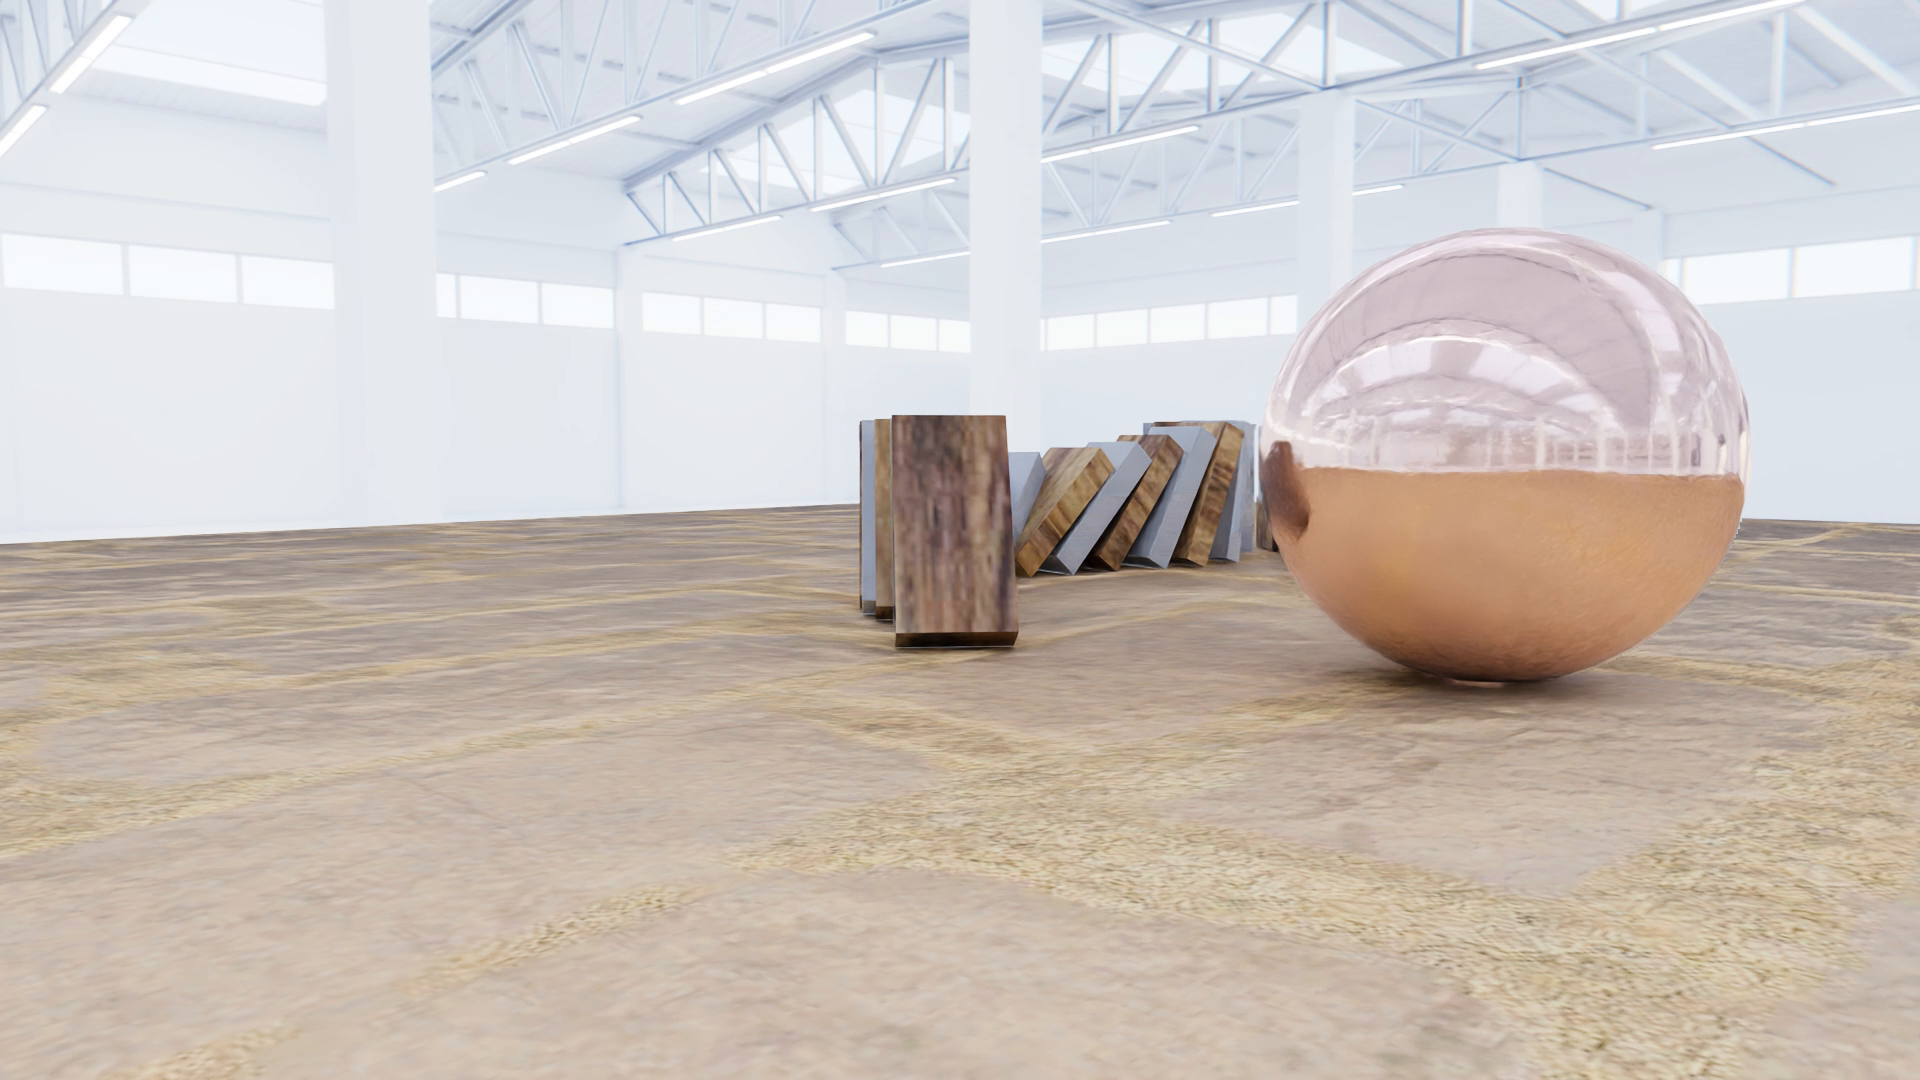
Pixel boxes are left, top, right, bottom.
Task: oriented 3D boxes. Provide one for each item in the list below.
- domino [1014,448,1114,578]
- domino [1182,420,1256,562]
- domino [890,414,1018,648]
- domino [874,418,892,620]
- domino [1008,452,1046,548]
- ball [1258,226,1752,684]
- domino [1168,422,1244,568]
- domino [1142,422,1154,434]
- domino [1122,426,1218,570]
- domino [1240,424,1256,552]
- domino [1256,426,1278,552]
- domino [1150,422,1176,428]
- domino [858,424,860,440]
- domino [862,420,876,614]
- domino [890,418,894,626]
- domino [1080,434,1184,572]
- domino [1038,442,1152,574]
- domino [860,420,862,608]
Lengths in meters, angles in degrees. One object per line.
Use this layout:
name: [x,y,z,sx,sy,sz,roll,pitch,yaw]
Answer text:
domino: [0.027,-0.010,0.424,0.025,0.010,0.050,6,51,53]
domino: [0.091,-0.018,0.468,0.025,0.050,0.009,4,-7,38]
domino: [-0.002,-0.002,0.274,0.025,0.050,0.009,0,-23,-5]
domino: [-0.008,-0.006,0.317,0.025,0.050,0.009,0,-23,-4]
domino: [0.008,-0.009,0.416,0.025,0.009,0.050,1,44,26]
ball: [0.094,-0.015,0.228,0.080,0.080,0.080,0,4,0]
domino: [0.082,-0.017,0.454,0.009,0.050,0.025,23,-9,-33]
domino: [0.083,-0.020,0.497,0.025,0.050,0.009,1,-1,7]
domino: [0.069,-0.015,0.447,0.009,0.050,0.025,31,-14,-32]
domino: [0.109,-0.021,0.514,0.010,0.050,0.025,0,4,-5]
domino: [0.127,-0.021,0.515,0.010,0.050,0.025,0,4,-1]
domino: [0.085,-0.019,0.484,0.025,0.050,0.009,0,-5,0]
domino: [-0.014,-0.008,0.350,0.025,0.050,0.009,-3,-26,-4]
domino: [-0.012,-0.006,0.327,0.025,0.050,0.009,0,-23,-4]
domino: [-0.004,-0.005,0.306,0.025,0.050,0.009,0,-23,-5]
domino: [0.054,-0.013,0.441,0.010,0.050,0.025,41,-19,-29]
domino: [0.041,-0.011,0.433,0.009,0.050,0.025,47,-21,-27]
domino: [-0.014,-0.007,0.338,0.025,0.050,0.009,0,-24,-4]
